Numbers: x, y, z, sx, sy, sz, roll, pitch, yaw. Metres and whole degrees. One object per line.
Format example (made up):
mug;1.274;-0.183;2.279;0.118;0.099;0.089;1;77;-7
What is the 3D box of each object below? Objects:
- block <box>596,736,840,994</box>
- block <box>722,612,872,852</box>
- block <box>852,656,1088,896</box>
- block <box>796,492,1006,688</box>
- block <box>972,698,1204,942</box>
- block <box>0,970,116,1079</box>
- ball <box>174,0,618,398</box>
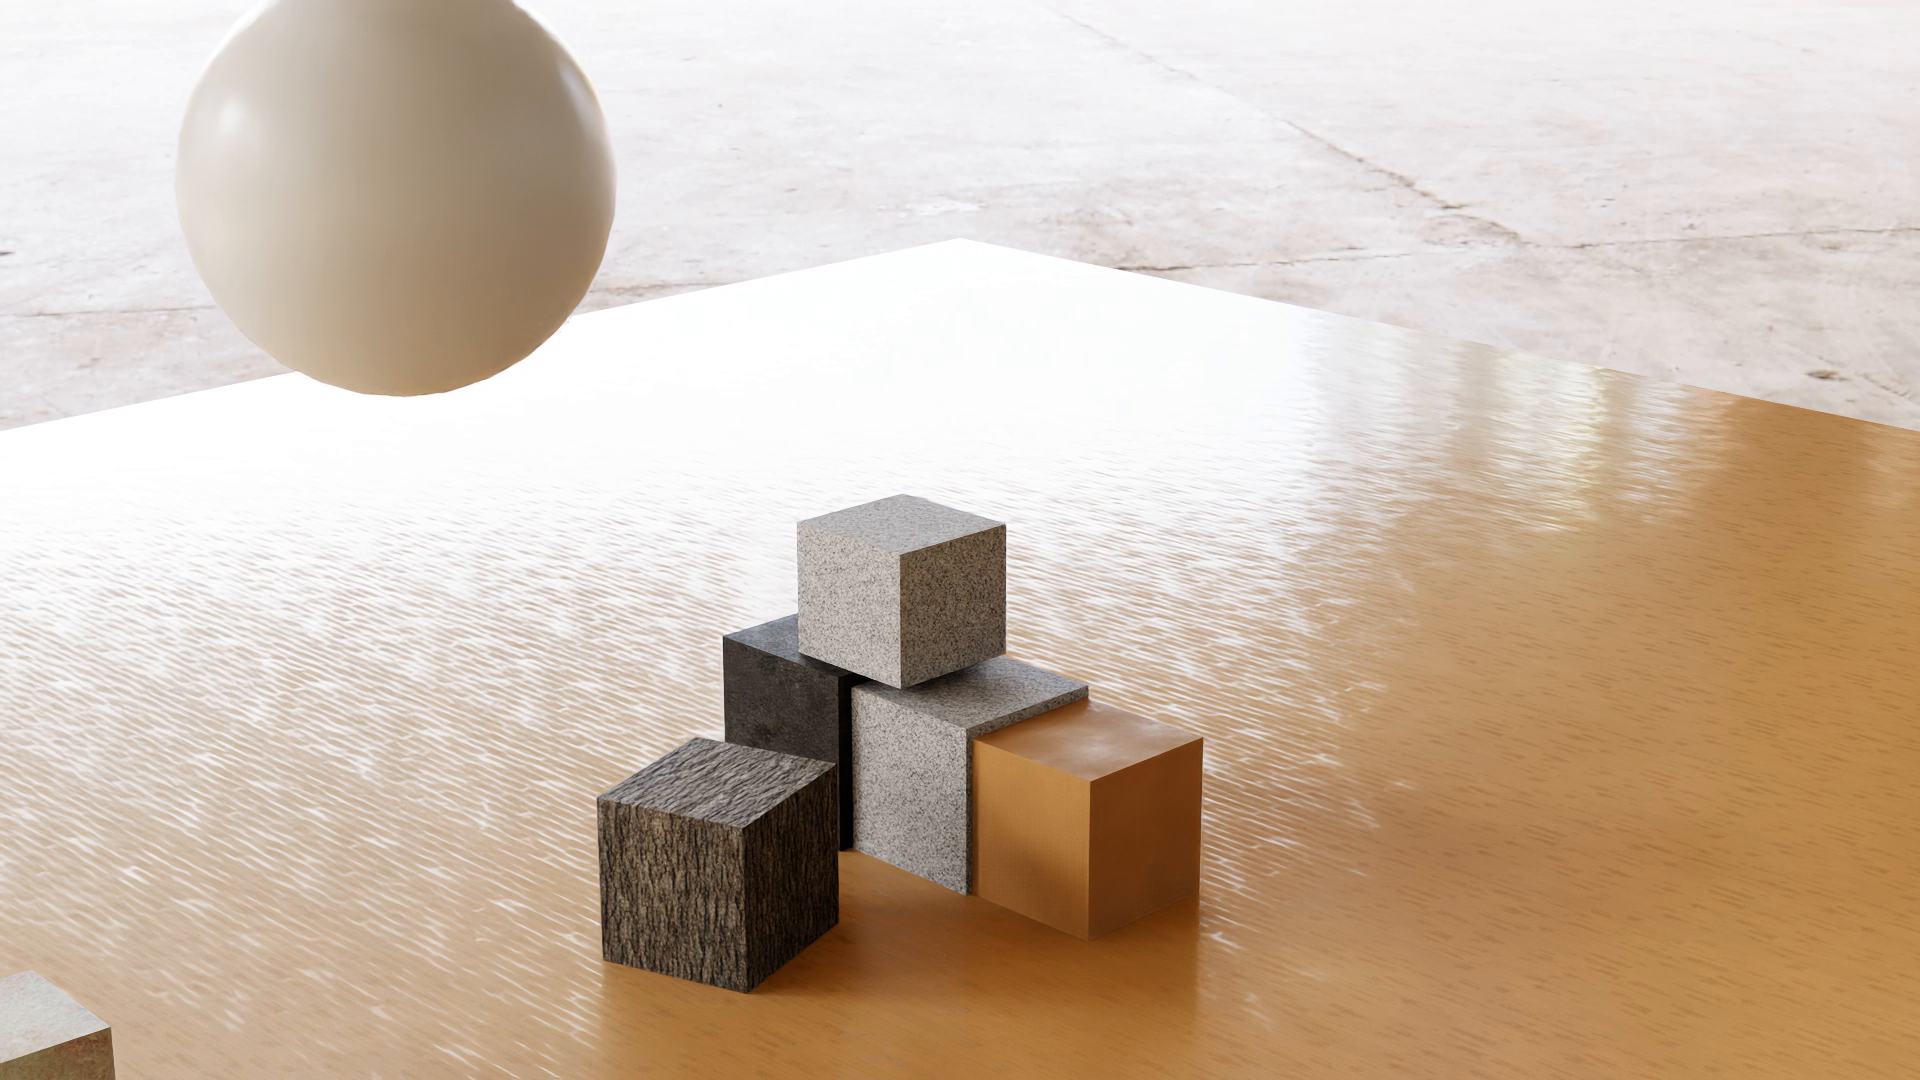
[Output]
block;-1.034;1.389;12.668;0.719;0.753;0.795;9;19;26
block;-0.528;0.862;14.156;0.903;0.867;0.814;-17;24;-42
block;0.047;1.058;13.639;0.800;0.804;0.749;-17;24;-42
block;-0.271;0.225;13.671;0.679;0.639;0.699;-16;24;-42
block;0.569;1.238;13.153;0.744;0.751;0.712;-17;24;-42
block;-3.560;2.057;10.794;0.669;0.602;0.643;-15;23;-40
ball;-2.061;-1.324;10.765;1.600;1.600;1.600;0;17;0
